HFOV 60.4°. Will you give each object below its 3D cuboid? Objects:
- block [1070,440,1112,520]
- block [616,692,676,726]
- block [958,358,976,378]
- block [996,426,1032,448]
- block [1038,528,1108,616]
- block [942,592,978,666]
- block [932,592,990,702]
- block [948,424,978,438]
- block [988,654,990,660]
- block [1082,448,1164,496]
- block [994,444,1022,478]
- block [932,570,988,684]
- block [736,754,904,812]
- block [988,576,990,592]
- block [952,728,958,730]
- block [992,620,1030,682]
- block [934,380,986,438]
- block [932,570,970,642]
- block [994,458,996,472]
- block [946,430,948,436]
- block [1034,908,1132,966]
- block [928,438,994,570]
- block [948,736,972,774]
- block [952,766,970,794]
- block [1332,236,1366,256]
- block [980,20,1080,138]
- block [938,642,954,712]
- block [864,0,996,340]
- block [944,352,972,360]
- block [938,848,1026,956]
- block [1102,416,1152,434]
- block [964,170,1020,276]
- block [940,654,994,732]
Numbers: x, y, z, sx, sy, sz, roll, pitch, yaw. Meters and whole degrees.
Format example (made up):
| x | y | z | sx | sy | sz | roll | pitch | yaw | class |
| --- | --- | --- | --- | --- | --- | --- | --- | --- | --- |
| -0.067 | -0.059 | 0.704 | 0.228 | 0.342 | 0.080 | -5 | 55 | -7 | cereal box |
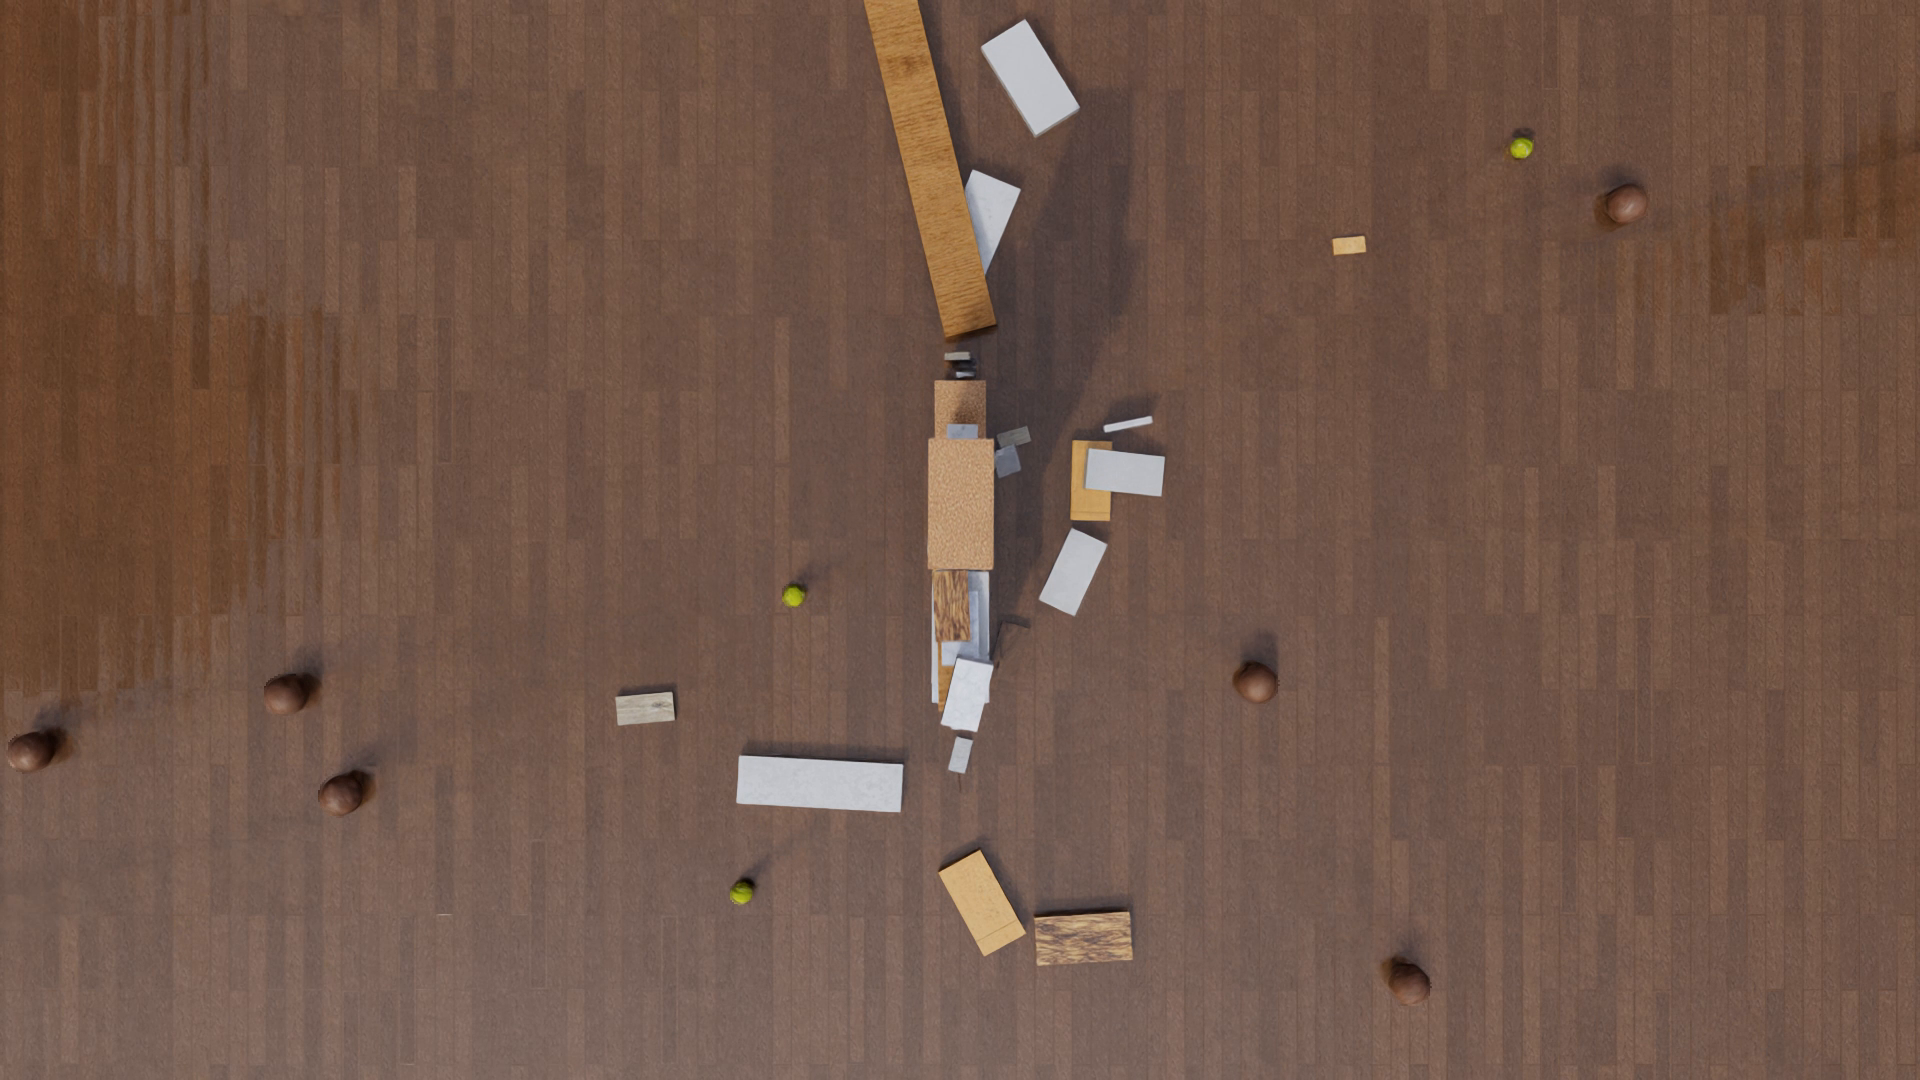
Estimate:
| x | y | z | sx | sy | sz | roll | pitch | yaw | class |
| --- | --- | --- | --- | --- | --- | --- | --- | --- | --- |
| 0.435 | -0.197 | 5.481 | 0.131 | 0.037 | 0.263 | 2 | 90 | 0 | block |
| -1.045 | 0.560 | 5.487 | 0.189 | 0.027 | 0.095 | -5 | 90 | 0 | block |
| 0.023 | -0.559 | 5.345 | 0.053 | 0.313 | 0.015 | -3 | 104 | 3 | block |
| 0.180 | -0.339 | 5.493 | 0.105 | 0.015 | 0.053 | -16 | 90 | 0 | block |
| 0.375 | 0.106 | 5.481 | 0.131 | 0.037 | 0.263 | 25 | 90 | 0 | block |
| 0.000 | 0.238 | 4.431 | 0.099 | 0.028 | 0.199 | -1 | 77 | 0 | block |
| 0.002 | 0.325 | 5.122 | 0.176 | 0.050 | 0.353 | 0 | 90 | 0 | block |
| 0.006 | -0.255 | 4.941 | 0.091 | 0.026 | 0.182 | 1 | 90 | 0 | block |
| 0.003 | 0.328 | 4.663 | 0.152 | 0.304 | 0.043 | 5 | 91 | 0 | block |
| 0.541 | -0.222 | 5.452 | 0.263 | 0.037 | 0.131 | 6 | 89 | -12 | block |
| 0.153 | -0.258 | 5.422 | 0.080 | 0.159 | 0.023 | -21 | 67 | 0 | block |
| 0.000 | 0.236 | 4.489 | 0.152 | 0.043 | 0.304 | 0 | 90 | 0 | block |
| -0.463 | 0.807 | 5.478 | 0.543 | 0.045 | 0.158 | 3 | 90 | 0 | block |
| 0.004 | 0.123 | 4.663 | 0.152 | 0.304 | 0.043 | 0 | 88 | 0 | block |
| -0.005 | 0.572 | 5.492 | 0.056 | 0.016 | 0.113 | -5 | 90 | 0 | block |
| 0.161 | 0.372 | 5.487 | 0.094 | 0.027 | 0.189 | 16 | 90 | 0 | block |
| 0.001 | -0.338 | 5.159 | 0.159 | 0.045 | 0.319 | 0 | 90 | 0 | block |
| -0.023 | 0.178 | 4.417 | 0.094 | 0.027 | 0.189 | -3 | 77 | 0 | block |
| 0.009 | -0.207 | 4.702 | 0.176 | 0.454 | 0.050 | -9 | 90 | 0 | block |
| 0.006 | -0.326 | 5.045 | 0.091 | 0.182 | 0.026 | 3 | 90 | 0 | block |
| 0.409 | 1.319 | 5.478 | 0.316 | 0.045 | 0.158 | -4 | 90 | 0 | block |
| 0.003 | -0.096 | 4.450 | 0.175 | 0.050 | 0.351 | 0 | 90 | 0 | block |
| 0.002 | 0.715 | 5.479 | 0.056 | 0.016 | 0.112 | 14 | 78 | 4 | block |
| 0.004 | 0.786 | 5.492 | 0.056 | 0.016 | 0.113 | -4 | 90 | 0 | block |
| 1.295 | -0.980 | 5.493 | 0.105 | 0.015 | 0.053 | -5 | 90 | 0 | block |
| 0.233 | -1.531 | 5.476 | 0.172 | 0.049 | 0.344 | -32 | 90 | 0 | block |
| -0.009 | 0.361 | 4.454 | 0.099 | 0.028 | 0.199 | -1 | 90 | 0 | block |
| -0.108 | -1.283 | 5.440 | 0.172 | 0.049 | 1.237 | -14 | 87 | 4 | block |
| -0.005 | -0.602 | 5.403 | 0.080 | 0.159 | 0.023 | -3 | 96 | 4 | block |
| 0.073 | 1.201 | 5.478 | 0.158 | 0.045 | 0.316 | -29 | 90 | 0 | block |
| 0.553 | -0.380 | 5.460 | 0.159 | 0.080 | 0.023 | -12 | 89 | 0 | block |
| 0.056 | -1.034 | 5.476 | 0.172 | 0.049 | 0.344 | 23 | 90 | 0 | block |
| 0.019 | 0.409 | 4.407 | 0.099 | 0.028 | 0.199 | 12 | 109 | -5 | block |
